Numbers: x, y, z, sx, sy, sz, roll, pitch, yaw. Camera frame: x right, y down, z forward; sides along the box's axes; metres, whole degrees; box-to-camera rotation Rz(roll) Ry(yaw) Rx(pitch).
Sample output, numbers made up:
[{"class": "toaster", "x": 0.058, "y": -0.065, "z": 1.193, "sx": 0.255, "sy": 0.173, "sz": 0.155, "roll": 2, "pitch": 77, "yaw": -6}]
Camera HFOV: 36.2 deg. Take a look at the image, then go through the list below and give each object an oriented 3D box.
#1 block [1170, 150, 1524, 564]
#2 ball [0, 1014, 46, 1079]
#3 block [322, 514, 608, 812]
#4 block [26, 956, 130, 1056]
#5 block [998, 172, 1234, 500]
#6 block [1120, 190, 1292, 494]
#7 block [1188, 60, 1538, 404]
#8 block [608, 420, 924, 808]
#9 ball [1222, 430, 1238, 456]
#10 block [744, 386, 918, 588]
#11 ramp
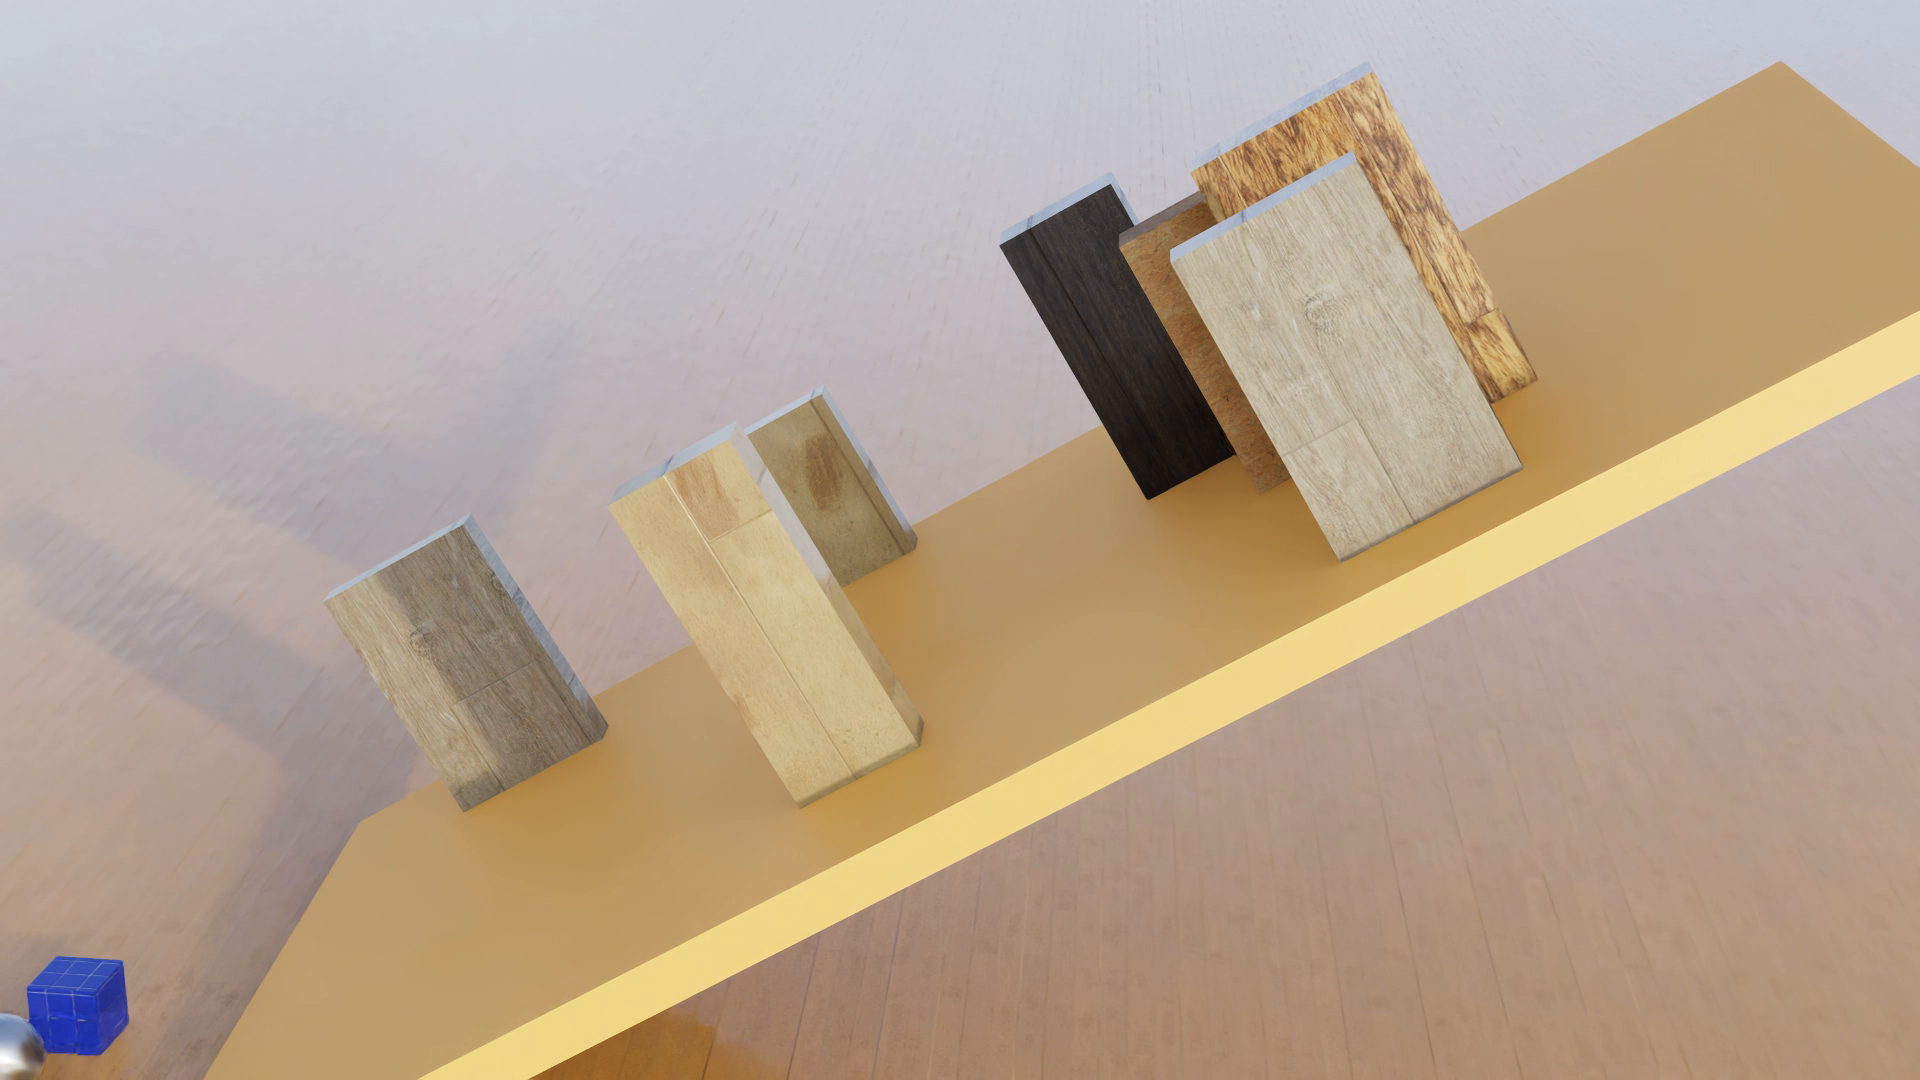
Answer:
[{"class": "block", "x": 0.698, "y": -0.326, "z": 5.311, "sx": 0.371, "sy": 0.645, "sz": 0.103, "roll": -28, "pitch": 15, "yaw": 12}, {"class": "ball", "x": -2.093, "y": 1.127, "z": 6.417, "sx": 0.187, "sy": 0.187, "sz": 0.187, "roll": 0, "pitch": 18, "yaw": 0}, {"class": "block", "x": -1.184, "y": 0.300, "z": 7.069, "sx": 0.403, "sy": 0.620, "sz": 0.085, "roll": -28, "pitch": 15, "yaw": 12}, {"class": "block", "x": -2.000, "y": 1.056, "z": 6.673, "sx": 0.159, "sy": 0.159, "sz": 0.159, "roll": 3, "pitch": 19, "yaw": 8}, {"class": "block", "x": 0.365, "y": -0.438, "z": 6.346, "sx": 0.271, "sy": 0.650, "sz": 0.131, "roll": -28, "pitch": 15, "yaw": 12}, {"class": "block", "x": 0.589, "y": -0.421, "z": 5.960, "sx": 0.280, "sy": 0.591, "sz": 0.121, "roll": -28, "pitch": 15, "yaw": 12}, {"class": "block", "x": 0.784, "y": -0.526, "z": 5.720, "sx": 0.393, "sy": 0.689, "sz": 0.128, "roll": -28, "pitch": 15, "yaw": 12}, {"class": "block", "x": -0.372, "y": 0.149, "z": 5.736, "sx": 0.274, "sy": 0.717, "sz": 0.131, "roll": -28, "pitch": 15, "yaw": 12}, {"class": "ball", "x": 0.614, "y": -0.232, "z": 6.219, "sx": 0.123, "sy": 0.123, "sz": 0.123, "roll": 0, "pitch": 18, "yaw": 0}, {"class": "block", "x": -0.333, "y": -0.112, "z": 7.085, "sx": 0.273, "sy": 0.443, "sz": 0.084, "roll": -28, "pitch": 15, "yaw": 12}, {"class": "ramp", "x": 0.142, "y": 0.168, "z": 6.284, "sx": 4.000, "sy": 0.100, "sz": 2.000, "roll": -28, "pitch": 15, "yaw": 12}]
